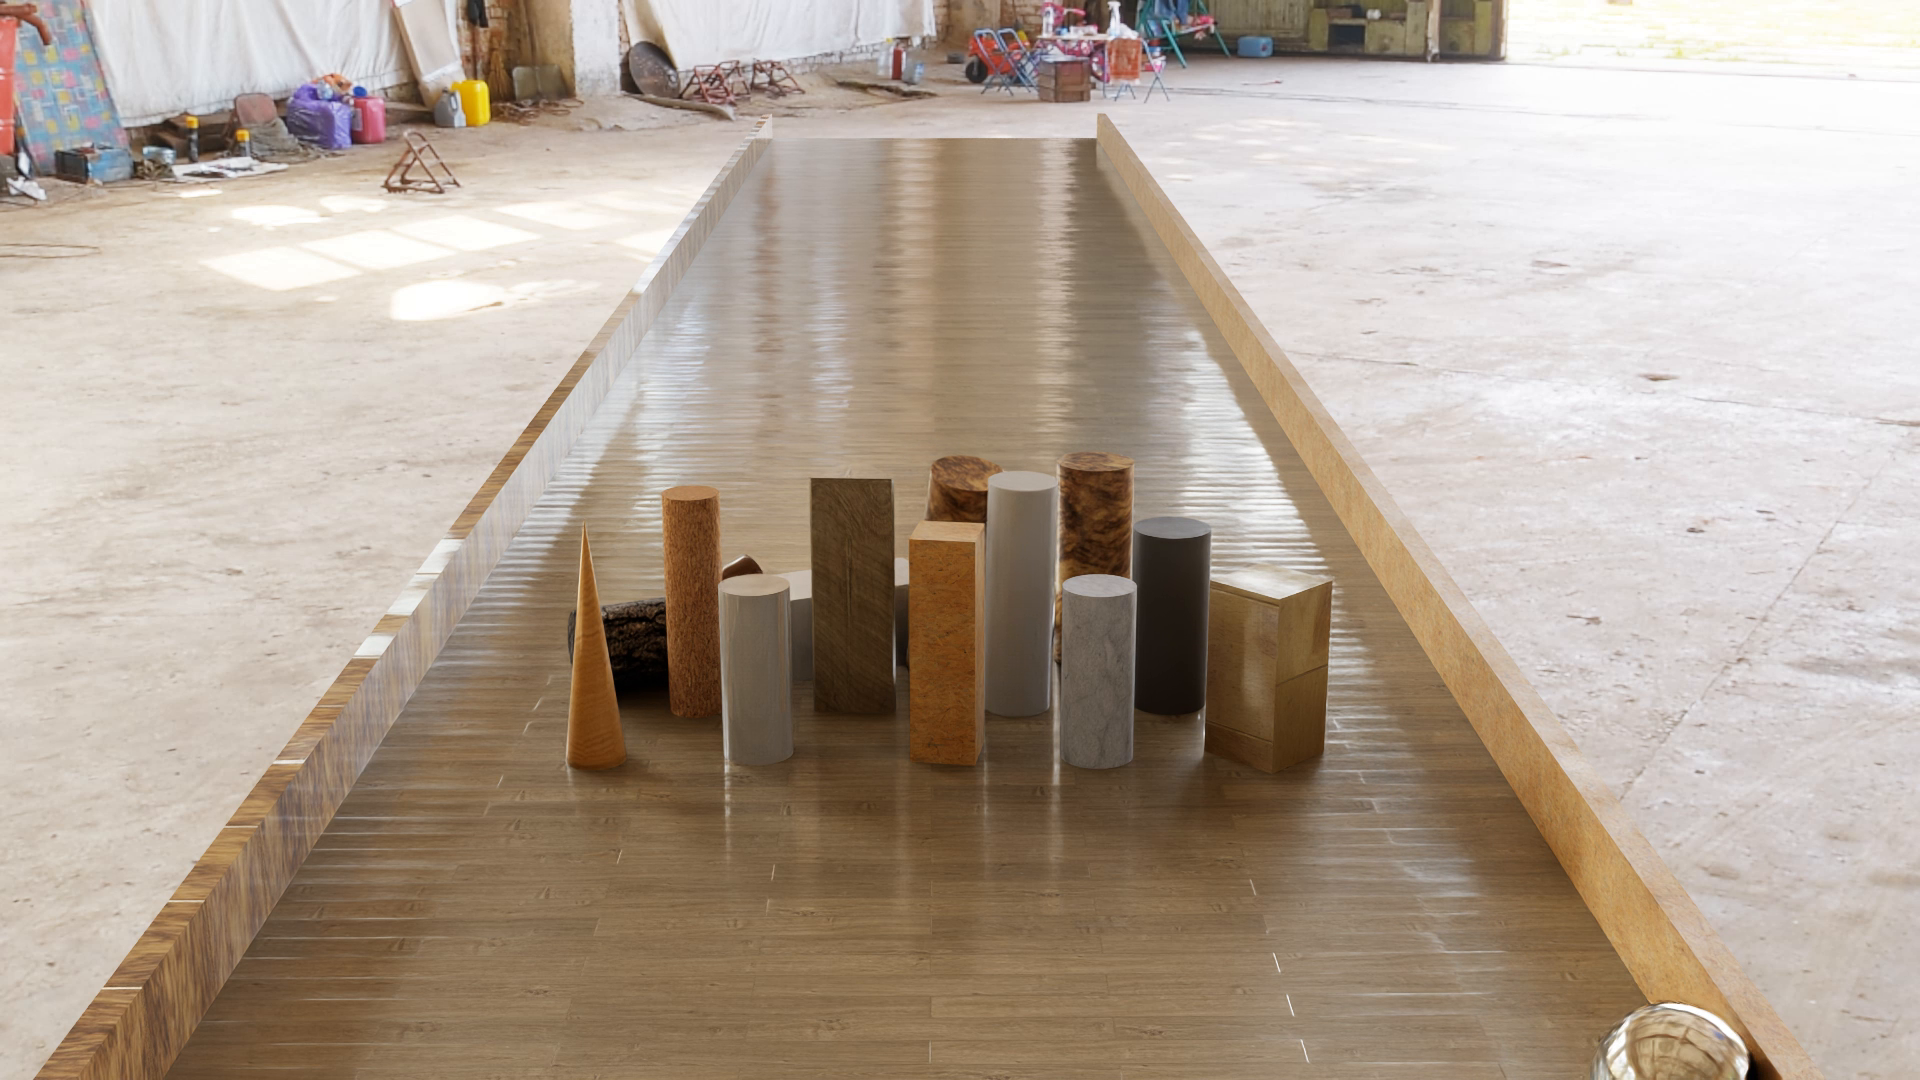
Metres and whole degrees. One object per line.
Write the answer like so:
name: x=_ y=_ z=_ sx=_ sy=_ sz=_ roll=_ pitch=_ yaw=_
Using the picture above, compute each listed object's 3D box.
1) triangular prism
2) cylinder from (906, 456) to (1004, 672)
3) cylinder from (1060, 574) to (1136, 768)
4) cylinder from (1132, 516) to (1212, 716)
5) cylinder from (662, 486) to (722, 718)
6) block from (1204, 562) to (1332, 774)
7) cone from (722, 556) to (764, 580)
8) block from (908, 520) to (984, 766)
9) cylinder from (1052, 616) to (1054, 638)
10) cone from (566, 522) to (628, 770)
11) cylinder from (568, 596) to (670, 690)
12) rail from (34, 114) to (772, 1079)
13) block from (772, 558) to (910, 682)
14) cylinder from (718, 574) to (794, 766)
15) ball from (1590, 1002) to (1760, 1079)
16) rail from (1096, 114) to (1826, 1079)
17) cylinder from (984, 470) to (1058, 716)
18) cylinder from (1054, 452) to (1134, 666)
triangular prism: x=-0.195 y=0.085 z=4.142 sx=0.153 sy=0.455 sz=0.133 roll=1 pitch=17 yaw=3
cylinder: x=-0.010 y=0.061 z=4.230 sx=0.144 sy=0.429 sz=0.144 roll=6 pitch=28 yaw=-3
cylinder: x=0.244 y=0.232 z=3.889 sx=0.130 sy=0.318 sz=0.130 roll=0 pitch=17 yaw=0
cylinder: x=0.395 y=0.142 z=4.143 sx=0.145 sy=0.345 sz=0.145 roll=0 pitch=17 yaw=0
cylinder: x=-0.495 y=0.115 z=4.100 sx=0.106 sy=0.422 sz=0.106 roll=0 pitch=17 yaw=0
block: x=0.546 y=0.225 z=3.906 sx=0.152 sy=0.322 sz=0.152 roll=-16 pitch=23 yaw=-42
cone: x=-0.596 y=0.158 z=4.583 sx=0.395 sy=0.130 sz=0.130 roll=-22 pitch=26 yaw=-31
block: x=-0.022 y=0.182 z=3.891 sx=0.116 sy=0.412 sz=0.116 roll=3 pitch=17 yaw=8
cylinder: x=0.136 y=0.177 z=4.437 sx=0.110 sy=0.110 sz=0.372 roll=2 pitch=17 yaw=6
cone: x=-0.648 y=0.175 z=3.853 sx=0.109 sy=0.448 sz=0.109 roll=0 pitch=17 yaw=0
cylinder: x=-0.589 y=0.196 z=4.278 sx=0.309 sy=0.165 sz=0.165 roll=-8 pitch=18 yaw=-25
rail: x=-1.118 y=-0.838 z=7.780 sx=0.050 sy=0.150 sz=12.000 roll=0 pitch=17 yaw=-1
block: x=-0.252 y=0.161 z=4.388 sx=0.376 sy=0.169 sz=0.169 roll=-8 pitch=18 yaw=-24
cylinder: x=-0.362 y=0.230 z=3.903 sx=0.126 sy=0.315 sz=0.126 roll=0 pitch=17 yaw=0
ball: x=0.864 y=0.660 z=2.661 sx=0.197 sy=0.197 sz=0.197 roll=0 pitch=17 yaw=0
rail: x=0.932 y=-0.844 z=7.801 sx=0.050 sy=0.150 sz=12.000 roll=0 pitch=17 yaw=-1
cylinder: x=0.111 y=0.101 z=4.106 sx=0.129 sy=0.441 sz=0.129 roll=1 pitch=18 yaw=0
cylinder: x=0.265 y=0.042 z=4.363 sx=0.152 sy=0.410 sz=0.152 roll=0 pitch=17 yaw=0
